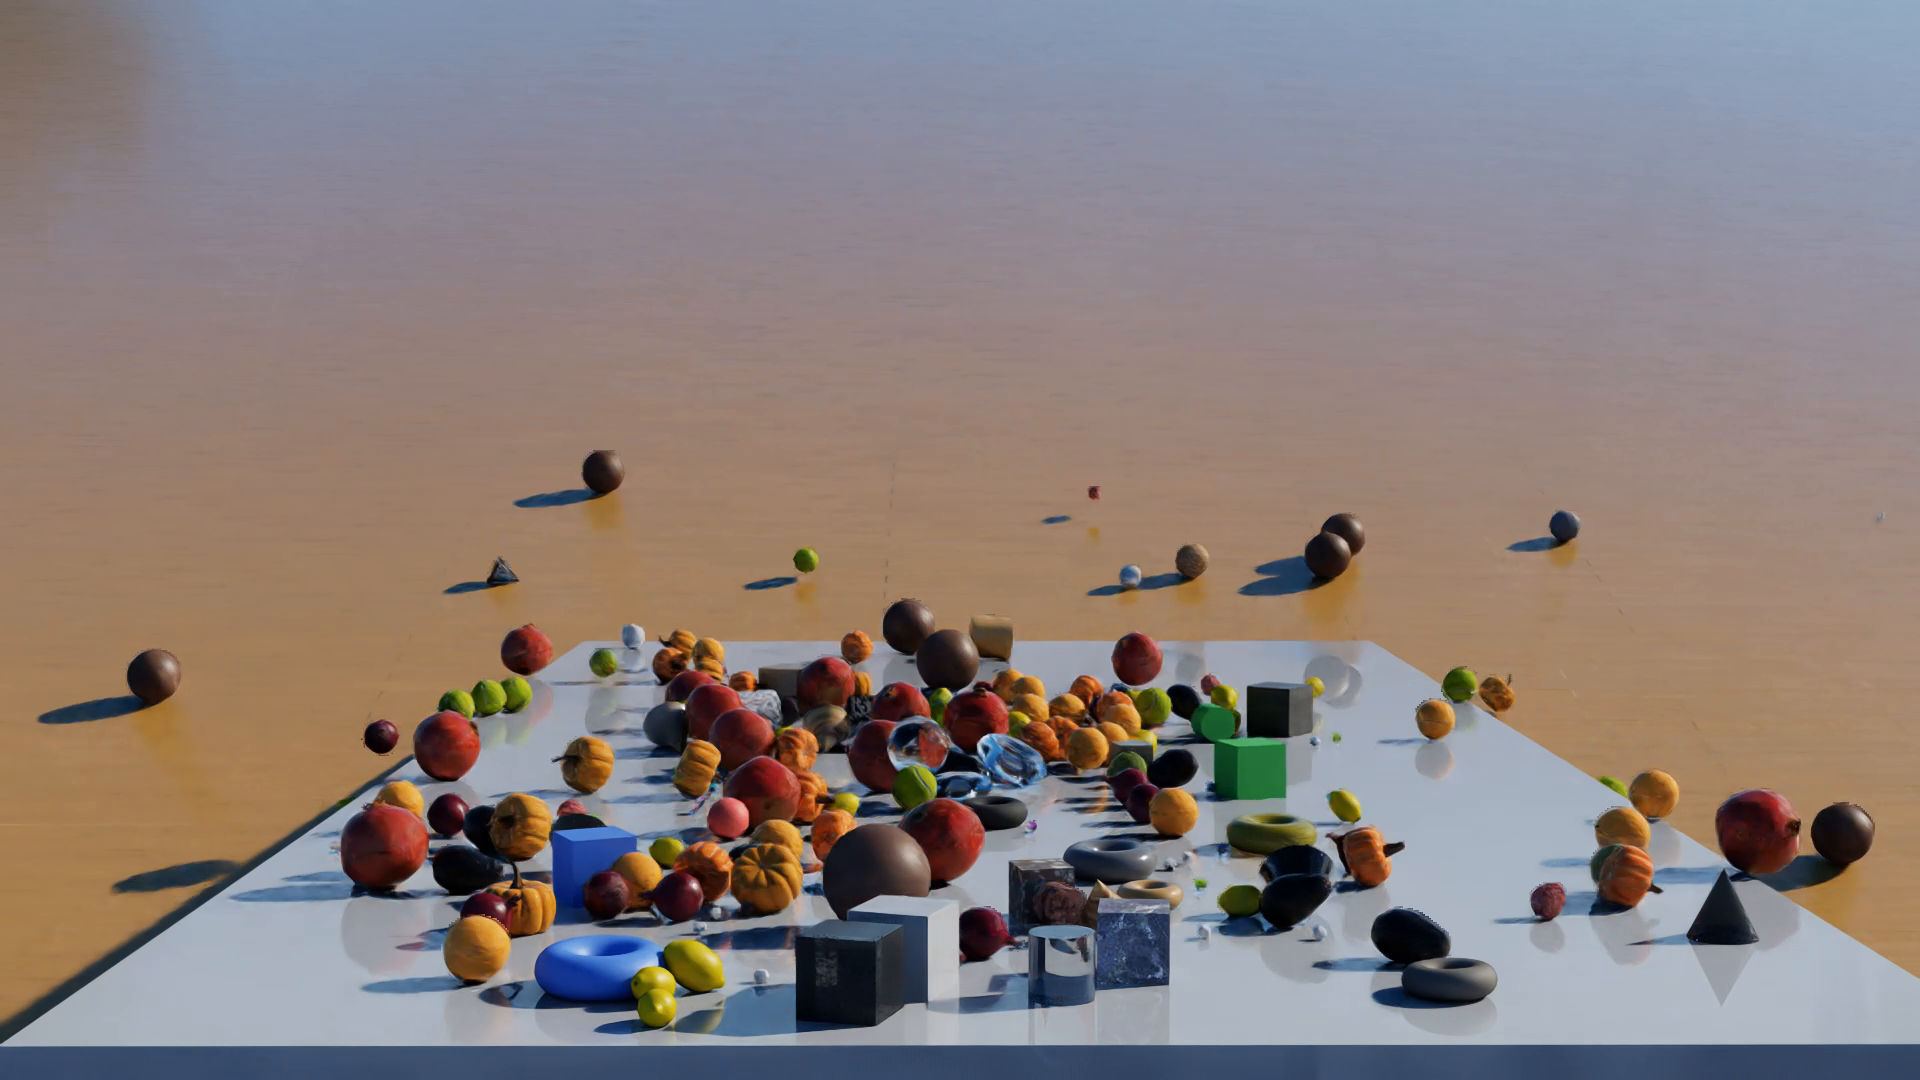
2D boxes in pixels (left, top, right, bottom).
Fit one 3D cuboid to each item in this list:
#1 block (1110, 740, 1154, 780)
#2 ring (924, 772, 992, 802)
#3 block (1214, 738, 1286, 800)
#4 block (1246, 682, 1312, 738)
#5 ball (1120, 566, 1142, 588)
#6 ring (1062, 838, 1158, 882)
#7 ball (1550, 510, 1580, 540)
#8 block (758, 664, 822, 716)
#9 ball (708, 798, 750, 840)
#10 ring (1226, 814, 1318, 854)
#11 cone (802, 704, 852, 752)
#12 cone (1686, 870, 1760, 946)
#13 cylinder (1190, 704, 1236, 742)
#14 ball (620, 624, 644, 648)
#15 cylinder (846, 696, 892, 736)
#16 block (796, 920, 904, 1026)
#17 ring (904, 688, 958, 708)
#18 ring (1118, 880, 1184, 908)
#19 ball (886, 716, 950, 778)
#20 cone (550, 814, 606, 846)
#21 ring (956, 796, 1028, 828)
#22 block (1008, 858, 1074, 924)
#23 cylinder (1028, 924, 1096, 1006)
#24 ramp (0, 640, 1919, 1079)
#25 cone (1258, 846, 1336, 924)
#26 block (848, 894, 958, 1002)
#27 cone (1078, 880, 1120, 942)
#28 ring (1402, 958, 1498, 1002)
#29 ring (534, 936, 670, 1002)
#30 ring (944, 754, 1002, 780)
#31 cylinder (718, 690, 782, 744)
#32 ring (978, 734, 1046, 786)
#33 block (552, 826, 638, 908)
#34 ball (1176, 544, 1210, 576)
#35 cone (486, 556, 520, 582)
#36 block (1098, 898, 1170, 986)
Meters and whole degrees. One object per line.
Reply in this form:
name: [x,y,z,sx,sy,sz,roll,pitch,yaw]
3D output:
block: [0.284,0.365,4.258,0.058,0.058,0.058,-1,4,-15]
ring: [-0.002,0.389,4.052,0.108,0.036,0.108,-1,4,0]
block: [0.460,0.363,4.076,0.084,0.084,0.084,-1,4,-20]
block: [0.597,0.316,4.799,0.089,0.089,0.089,3,4,36]
ball: [0.474,0.101,7.137,0.062,0.062,0.062,0,20,0]
ring: [0.199,0.425,3.405,0.126,0.042,0.126,0,5,0]
ball: [1.764,-0.041,7.484,0.088,0.088,0.088,0,20,0]
block: [-0.338,0.297,5.111,0.090,0.090,0.090,2,4,30]
ball: [-0.332,0.399,3.678,0.060,0.060,0.060,0,20,0]
ring: [0.438,0.413,3.604,0.128,0.043,0.128,1,4,0]
cone: [-0.239,0.355,4.578,0.090,0.090,0.090,1,30,2]
cone: [0.898,0.427,3.023,0.083,0.083,0.083,0,3,0]
cylinder: [0.463,0.335,4.699,0.065,0.065,0.065,-4,4,-11]
ball: [-0.810,0.238,6.353,0.059,0.059,0.059,0,20,0]
cylinder: [-0.170,0.326,4.769,0.073,0.073,0.073,-1,20,-12]
block: [-0.113,0.447,2.660,0.087,0.087,0.087,1,4,18]
ring: [-0.059,0.319,5.185,0.112,0.037,0.112,-2,0,0]
ring: [0.237,0.444,3.207,0.084,0.028,0.084,-1,4,0]
ball: [-0.065,0.323,4.000,0.097,0.097,0.097,0,20,0]
cone: [-0.510,0.426,3.389,0.093,0.093,0.093,3,31,8]
ring: [0.047,0.404,3.805,0.108,0.036,0.108,-1,5,0]
block: [0.100,0.429,3.139,0.066,0.066,0.066,-1,4,-13]
cylinder: [0.108,0.451,2.726,0.071,0.071,0.071,0,3,0]
ramp: [0.047,0.428,4.533,2.000,0.100,4.000,0,3,0]
cone: [0.417,0.440,3.136,0.096,0.096,0.096,0,30,0]
block: [-0.060,0.439,2.764,0.092,0.092,0.092,1,4,21]
cone: [0.167,0.421,3.006,0.070,0.070,0.070,-9,38,7]
ring: [0.522,0.469,2.741,0.101,0.034,0.101,-3,1,0]
ring: [-0.385,0.461,2.766,0.145,0.048,0.145,0,5,0]
ring: [0.026,0.378,4.249,0.104,0.035,0.104,-1,5,0]
cylinder: [-0.383,0.322,4.677,0.094,0.094,0.094,-3,20,-22]
ring: [0.085,0.359,4.205,0.124,0.041,0.124,24,15,-7]
block: [-0.463,0.413,3.252,0.084,0.084,0.084,-2,4,-26]
ball: [0.652,0.056,7.210,0.094,0.094,0.094,0,20,0]
cone: [-1.267,0.099,7.170,0.082,0.082,0.082,25,16,-13]
block: [0.192,0.441,2.827,0.078,0.078,0.078,0,3,5]
